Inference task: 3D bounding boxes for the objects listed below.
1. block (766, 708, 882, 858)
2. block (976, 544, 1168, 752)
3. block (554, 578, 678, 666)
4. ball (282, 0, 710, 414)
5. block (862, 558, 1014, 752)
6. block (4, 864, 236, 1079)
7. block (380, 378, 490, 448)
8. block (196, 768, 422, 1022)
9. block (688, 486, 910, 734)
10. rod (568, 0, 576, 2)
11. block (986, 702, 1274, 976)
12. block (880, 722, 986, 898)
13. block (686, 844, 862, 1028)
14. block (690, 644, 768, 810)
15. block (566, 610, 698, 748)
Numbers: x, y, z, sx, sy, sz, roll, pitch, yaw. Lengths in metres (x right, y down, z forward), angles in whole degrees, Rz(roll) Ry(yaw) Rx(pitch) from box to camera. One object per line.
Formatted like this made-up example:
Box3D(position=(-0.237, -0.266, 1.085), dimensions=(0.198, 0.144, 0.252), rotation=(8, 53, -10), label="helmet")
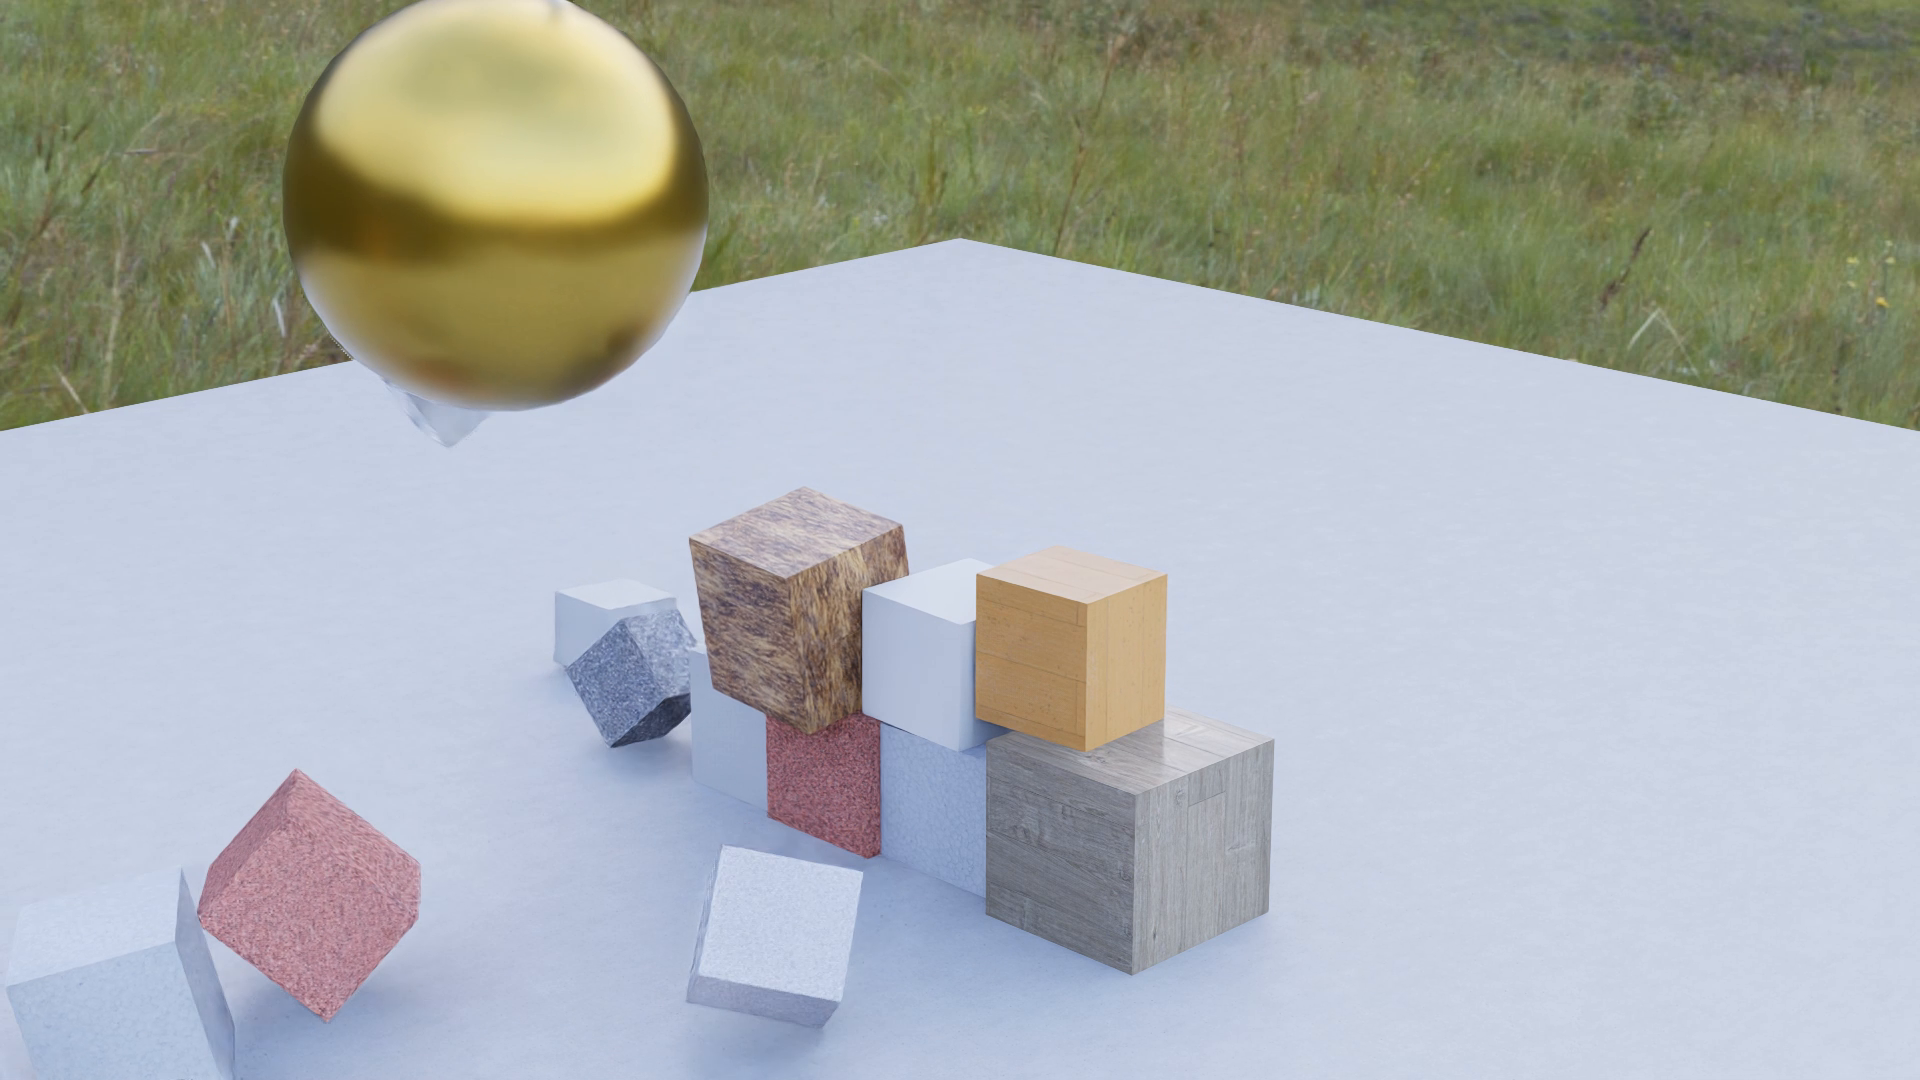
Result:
Box3D(position=(-0.386, 1.001, 14.041), dimensions=(0.701, 0.671, 0.822), rotation=(17, 24, 42), label="block")
Box3D(position=(0.491, 0.470, 12.963), dimensions=(0.631, 0.677, 0.555), rotation=(15, 23, 39), label="block")
Box3D(position=(-1.887, 0.486, 16.067), dimensions=(0.449, 0.399, 0.491), rotation=(16, 19, 42), label="block")
Box3D(position=(-1.750, -1.280, 11.105), dimensions=(1.600, 1.600, 1.600), rotation=(0, 17, 0), label="ball")
Box3D(position=(0.019, 0.516, 13.468), dimensions=(0.681, 0.606, 0.641), rotation=(-16, 25, -42), label="block")
Box3D(position=(-3.187, 1.788, 11.189), dimensions=(0.625, 0.748, 0.663), rotation=(-15, 21, -7), label="block")
Box3D(position=(-2.253, -0.756, 12.664), dimensions=(0.422, 0.489, 0.401), rotation=(-41, 33, -13), label="block")
Box3D(position=(-2.665, 1.447, 12.054), dimensions=(0.676, 0.562, 0.704), rotation=(41, 3, -15), label="block")
Box3D(position=(-0.717, 0.317, 13.684), dimensions=(0.691, 0.797, 0.734), rotation=(-25, 31, -34), label="block")
Box3D(position=(-0.758, -4.532, 11.122), dimensions=(0.080, 5.200, 0.080), rotation=(17, 0, 42), label="rod")
Box3D(position=(0.745, 1.268, 12.933), dimensions=(0.912, 0.826, 0.872), rotation=(-17, 24, -42), label="block")
Box3D(position=(0.164, 1.162, 13.544), dimensions=(0.708, 0.661, 0.796), rotation=(-17, 24, -42), label="block")
Box3D(position=(-0.751, 1.599, 11.791), dimensions=(0.569, 0.529, 0.574), rotation=(12, -21, -6), label="block")
Box3D(position=(-0.858, 0.852, 14.483), dimensions=(0.709, 0.689, 0.613), rotation=(-17, 24, -42), label="block")
Box3D(position=(-1.605, 0.702, 14.885), dimensions=(0.481, 0.470, 0.438), rotation=(-40, -17, 31), label="block")
